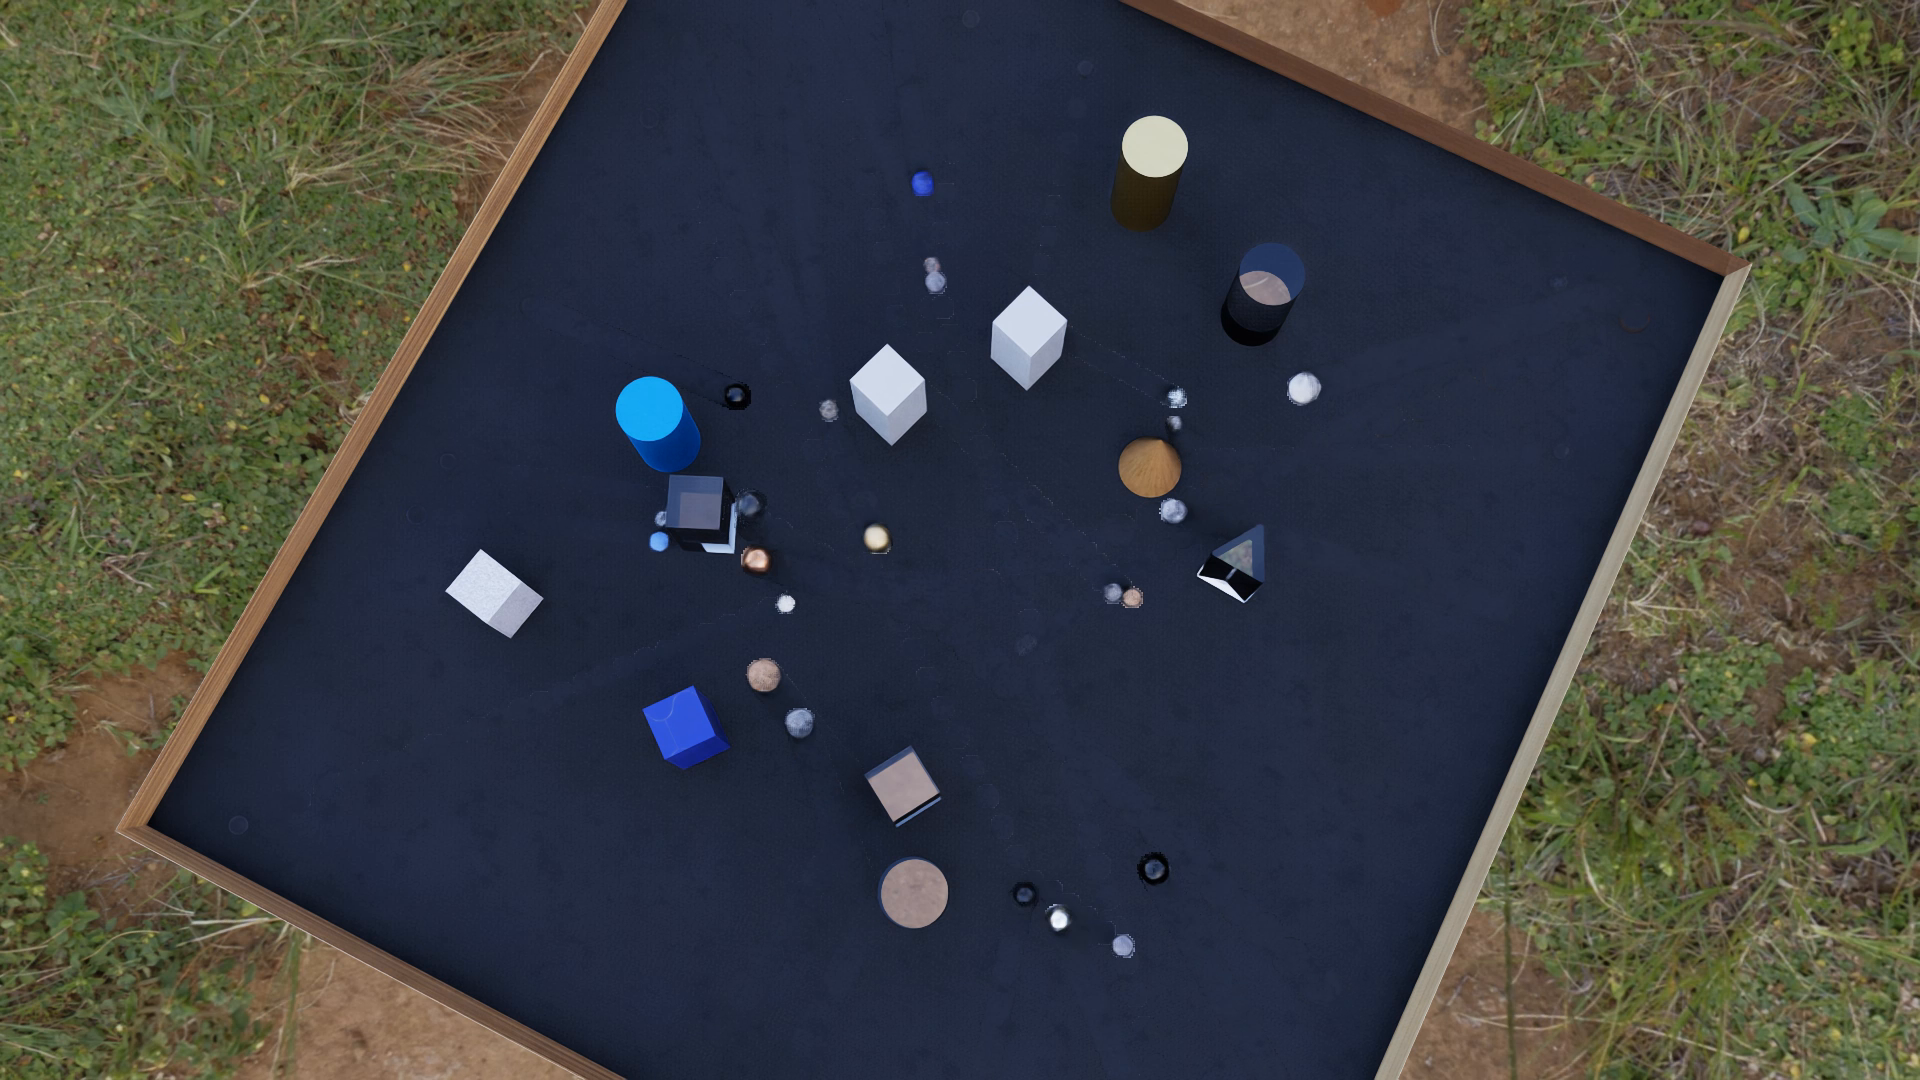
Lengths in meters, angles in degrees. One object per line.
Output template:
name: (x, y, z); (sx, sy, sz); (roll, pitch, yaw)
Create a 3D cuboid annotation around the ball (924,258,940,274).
ball: (-0.089, -0.864, 5.768); (0.053, 0.053, 0.053); (0, 78, 0)

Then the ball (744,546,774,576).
ball: (-0.611, 0.062, 5.557); (0.092, 0.092, 0.092); (0, 78, 0)

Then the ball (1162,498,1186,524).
ball: (0.654, -0.088, 5.596); (0.075, 0.075, 0.075); (0, 78, 0)

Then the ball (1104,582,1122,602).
ball: (0.464, 0.158, 5.555); (0.056, 0.056, 0.056); (0, 78, 0)

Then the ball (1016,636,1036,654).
ball: (0.200, 0.318, 5.522); (0.056, 0.056, 0.056); (0, 78, 0)

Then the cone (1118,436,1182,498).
cone: (0.587, -0.259, 5.504); (0.194, 0.326, 0.194); (0, 78, 0)

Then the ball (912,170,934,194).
ball: (-0.119, -1.134, 5.815); (0.072, 0.072, 0.072); (0, 78, 0)

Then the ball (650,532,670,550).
ball: (-0.915, 0.004, 5.586); (0.058, 0.058, 0.058); (0, 78, 0)

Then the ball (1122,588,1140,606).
ball: (0.521, 0.174, 5.553); (0.055, 0.055, 0.055); (0, 78, 0)

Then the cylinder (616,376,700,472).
cylinder: (-0.900, -0.342, 5.494); (0.194, 0.378, 0.194); (0, 78, 0)

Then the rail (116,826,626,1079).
rail: (-0.827, 1.626, 5.215); (3.608, 0.126, 0.045); (26, 80, 5)

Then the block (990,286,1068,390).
block: (0.206, -0.608, 5.564); (0.156, 0.350, 0.156); (43, 82, 8)

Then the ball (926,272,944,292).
ball: (-0.078, -0.810, 5.750); (0.062, 0.062, 0.062); (0, 78, 0)

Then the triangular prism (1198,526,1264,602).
triangular prism: (0.833, 0.052, 5.432); (0.168, 0.340, 0.146); (30, 80, 6)

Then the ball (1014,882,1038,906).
ball: (0.191, 1.039, 5.366); (0.069, 0.069, 0.069); (0, 78, 0)

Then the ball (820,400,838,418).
ball: (-0.406, -0.404, 5.671); (0.058, 0.058, 0.058); (0, 78, 0)

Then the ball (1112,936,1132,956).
ball: (0.474, 1.183, 5.341); (0.059, 0.059, 0.059); (0, 78, 0)

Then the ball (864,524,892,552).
ball: (-0.252, -0.005, 5.574); (0.086, 0.086, 0.086); (0, 78, 0)

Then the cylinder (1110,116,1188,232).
cylinder: (0.576, -1.118, 5.624); (0.194, 0.438, 0.194); (0, 78, 0)

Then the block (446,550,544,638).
block: (-1.377, 0.163, 5.436); (0.156, 0.289, 0.156); (37, 81, 7)

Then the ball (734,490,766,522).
ball: (-0.637, -0.104, 5.558); (0.097, 0.097, 0.097); (0, 78, 0)

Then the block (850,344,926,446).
block: (-0.213, -0.434, 5.530); (0.156, 0.346, 0.156); (44, 82, 8)

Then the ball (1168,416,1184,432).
ball: (0.666, -0.356, 5.665); (0.050, 0.050, 0.050); (0, 78, 0)

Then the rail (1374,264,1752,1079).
rail: (1.592, 0.786, 5.388); (0.045, 0.126, 3.744); (26, 80, 5)

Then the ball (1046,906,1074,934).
ball: (0.291, 1.107, 5.346); (0.081, 0.081, 0.081); (0, 78, 0)

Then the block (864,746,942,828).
block: (-0.163, 0.716, 5.304); (0.156, 0.322, 0.156); (-32, 80, -6)

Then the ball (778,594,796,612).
ball: (-0.526, 0.192, 5.550); (0.053, 0.053, 0.053); (0, 78, 0)

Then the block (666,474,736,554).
block: (-0.766, -0.074, 5.455); (0.156, 0.347, 0.156); (3, 78, 1)

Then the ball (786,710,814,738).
ball: (-0.477, 0.546, 5.461); (0.084, 0.084, 0.084); (0, 78, 0)

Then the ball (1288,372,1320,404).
ball: (1.065, -0.470, 5.664); (0.097, 0.097, 0.097); (0, 78, 0)

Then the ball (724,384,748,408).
ball: (-0.691, -0.445, 5.670); (0.075, 0.075, 0.075); (0, 78, 0)

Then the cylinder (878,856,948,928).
cylinder: (-0.130, 1.006, 5.214); (0.194, 0.380, 0.194); (0, 78, 0)

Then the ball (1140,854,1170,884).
ball: (0.571, 0.966, 5.371); (0.089, 0.089, 0.089); (0, 78, 0)

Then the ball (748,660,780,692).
ball: (-0.586, 0.407, 5.483); (0.097, 0.097, 0.097); (0, 78, 0)

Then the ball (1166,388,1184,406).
ball: (0.669, -0.442, 5.680); (0.055, 0.055, 0.055); (0, 78, 0)

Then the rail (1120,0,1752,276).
rail: (0.827, -1.612, 5.885); (3.608, 0.126, 0.045); (26, 80, 5)

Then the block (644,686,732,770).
block: (-0.788, 0.548, 5.318); (0.156, 0.363, 0.156); (-25, 79, -5)

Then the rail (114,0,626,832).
rail: (-1.592, -0.773, 5.711); (0.045, 0.126, 3.744); (26, 80, 5)

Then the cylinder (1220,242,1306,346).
cylinder: (0.916, -0.741, 5.569); (0.194, 0.393, 0.194); (0, 78, 0)

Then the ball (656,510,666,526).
ball: (-0.907, -0.066, 5.606); (0.048, 0.048, 0.048); (0, 78, 0)
